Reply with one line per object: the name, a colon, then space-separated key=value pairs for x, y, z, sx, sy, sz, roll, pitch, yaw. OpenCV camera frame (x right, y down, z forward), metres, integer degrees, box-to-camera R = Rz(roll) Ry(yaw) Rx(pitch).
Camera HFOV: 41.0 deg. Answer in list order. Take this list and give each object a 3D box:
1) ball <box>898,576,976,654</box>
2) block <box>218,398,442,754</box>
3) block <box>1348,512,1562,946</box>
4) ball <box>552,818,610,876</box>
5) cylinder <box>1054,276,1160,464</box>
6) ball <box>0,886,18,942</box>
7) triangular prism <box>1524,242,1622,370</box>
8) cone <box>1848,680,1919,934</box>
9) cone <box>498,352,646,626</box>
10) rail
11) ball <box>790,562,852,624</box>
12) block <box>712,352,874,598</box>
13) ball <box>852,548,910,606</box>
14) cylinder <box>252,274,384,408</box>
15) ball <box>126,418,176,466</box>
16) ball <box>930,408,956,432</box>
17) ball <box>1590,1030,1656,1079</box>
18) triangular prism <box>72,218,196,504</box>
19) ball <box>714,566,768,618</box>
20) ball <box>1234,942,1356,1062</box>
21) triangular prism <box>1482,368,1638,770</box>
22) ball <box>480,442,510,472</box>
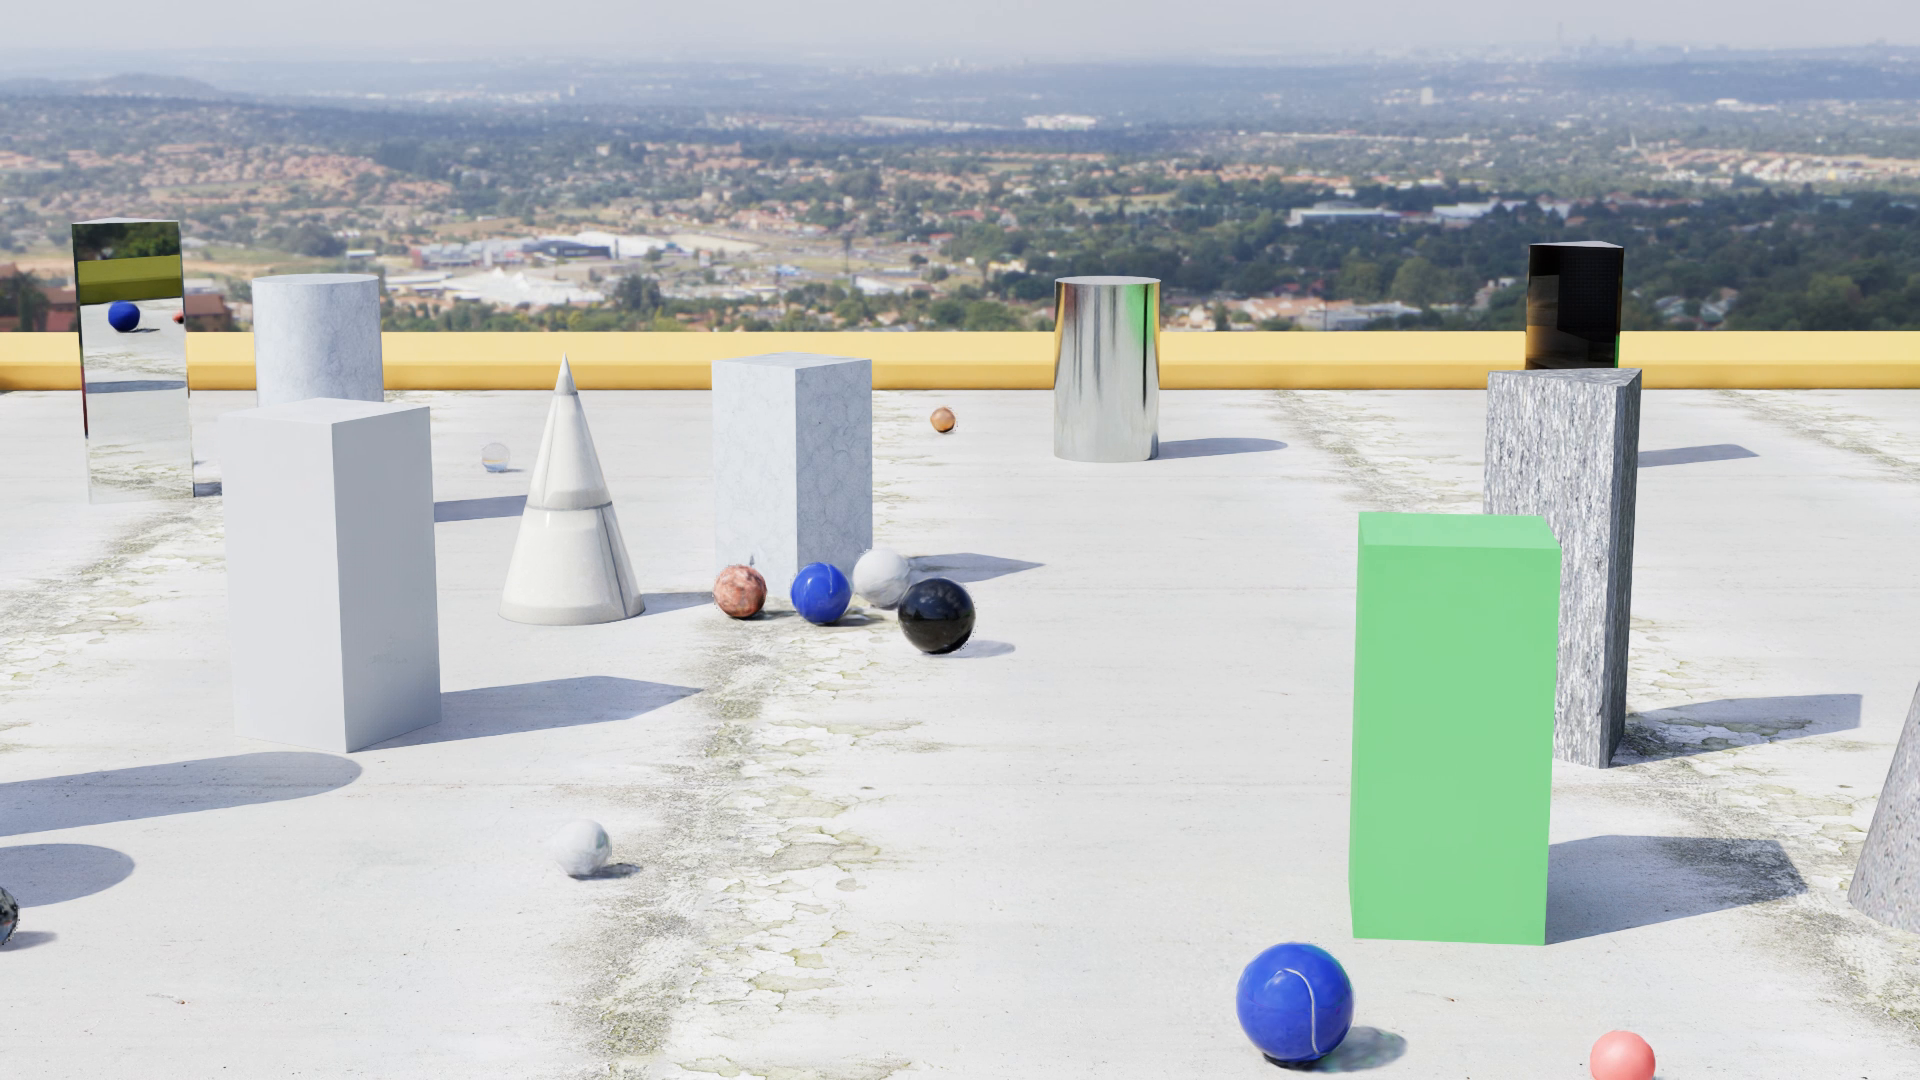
ball: x=-0.028 y=0.094 z=3.208 sx=0.098 sy=0.098 sz=0.098 roll=0 pitch=10 yaw=0
block: x=-0.690 y=0.034 z=2.822 sx=0.158 sy=0.357 sz=0.158 roll=6 pitch=12 yaw=28
block: x=0.421 y=0.158 z=2.205 sx=0.158 sy=0.338 sz=0.158 roll=1 pitch=11 yaw=7
ball: x=-0.344 y=0.279 z=2.333 sx=0.053 sy=0.053 sz=0.053 roll=0 pitch=10 yaw=0
cylinder: x=0.276 y=-0.323 z=4.824 sx=0.198 sy=0.330 sz=0.198 roll=0 pitch=10 yaw=0
ball: x=-0.816 y=0.314 z=2.146 sx=0.053 sy=0.053 sz=0.053 roll=0 pitch=10 yaw=0
triangular prism: x=1.148 y=-0.345 z=4.737 sx=0.171 sy=0.404 sz=0.148 roll=6 pitch=12 yaw=29
cone: x=0.882 y=0.116 z=2.210 sx=0.198 sy=0.419 sz=0.198 roll=0 pitch=10 yaw=0
cone: x=-0.525 y=-0.078 z=3.439 sx=0.198 sy=0.353 sz=0.198 roll=0 pitch=10 yaw=0
rail: x=-0.014 y=-0.403 z=5.807 sx=4.465 sy=0.129 sz=0.045 roll=0 pitch=10 yaw=0
ball: x=-0.184 y=0.070 z=3.386 sx=0.081 sy=0.081 sz=0.081 roll=0 pitch=10 yaw=0
block: x=-0.235 y=-0.095 z=3.619 sx=0.158 sy=0.320 sz=0.158 roll=8 pitch=13 yaw=38
ball: x=-0.106 y=0.051 z=3.492 sx=0.079 sy=0.079 sz=0.079 roll=0 pitch=10 yaw=0
cylinder: x=-1.026 y=-0.223 z=4.118 sx=0.198 sy=0.392 sz=0.198 roll=0 pitch=10 yaw=0
ball: x=-1.487 y=-0.180 z=4.719 sx=0.087 sy=0.087 sz=0.087 roll=0 pitch=10 yaw=0
ball: x=-0.034 y=-0.240 z=5.145 sx=0.051 sy=0.051 sz=0.051 roll=0 pitch=10 yaw=0
ball: x=0.474 y=0.374 z=1.837 sx=0.046 sy=0.046 sz=0.046 roll=0 pitch=10 yaw=0
triangular prism: x=-1.416 y=-0.309 z=4.368 sx=0.171 sy=0.469 sz=0.148 roll=-5 pitch=12 yaw=-25
ball: x=-0.292 y=0.069 z=3.424 sx=0.070 sy=0.070 sz=0.070 roll=0 pitch=10 yaw=0
ball: x=0.248 y=0.342 z=1.898 sx=0.089 sy=0.089 sz=0.089 roll=0 pitch=10 yaw=0
triangular prism: x=0.676 y=0.021 z=2.763 sx=0.148 sy=0.404 sz=0.171 roll=-9 pitch=14 yaw=-39
ball: x=-0.842 y=-0.150 z=4.652 sx=0.053 sy=0.053 sz=0.053 roll=0 pitch=10 yaw=0
